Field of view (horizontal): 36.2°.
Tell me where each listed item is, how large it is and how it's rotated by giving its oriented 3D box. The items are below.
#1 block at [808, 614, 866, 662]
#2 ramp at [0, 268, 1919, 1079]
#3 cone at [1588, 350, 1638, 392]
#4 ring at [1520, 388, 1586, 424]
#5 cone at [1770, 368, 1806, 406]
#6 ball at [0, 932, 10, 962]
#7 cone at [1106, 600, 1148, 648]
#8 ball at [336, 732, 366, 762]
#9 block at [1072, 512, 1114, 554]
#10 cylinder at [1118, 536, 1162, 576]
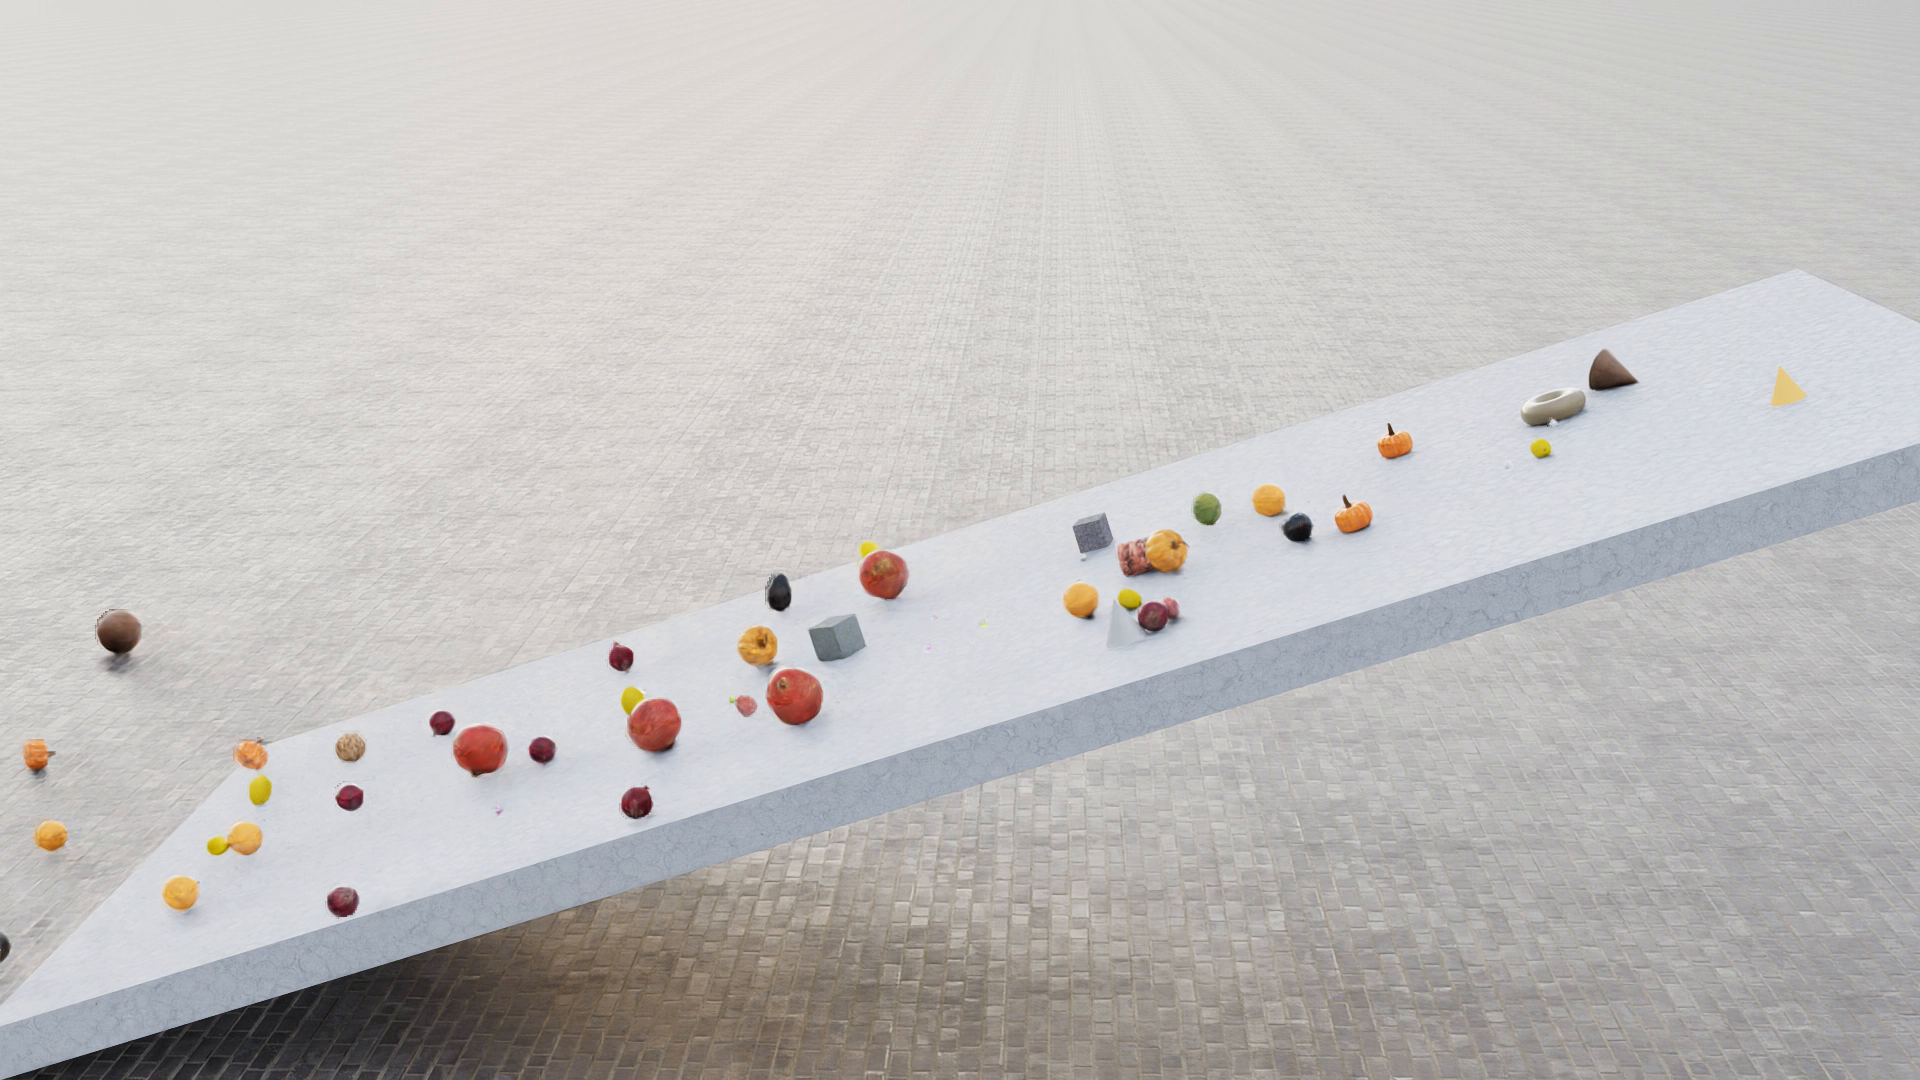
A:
[{"bbox_3d":[-0.263,0.210,6.303,0.076,0.076,0.076,-9,14,42],"label":"block"},{"bbox_3d":[0.101,0.183,6.310,4.000,0.100,2.000,-17,10,5],"label":"ramp"},{"bbox_3d":[1.442,-0.359,6.432,0.098,0.098,0.098,16,19,36],"label":"cone"},{"bbox_3d":[1.277,-0.288,6.333,0.143,0.048,0.143,-19,10,4],"label":"ring"},{"bbox_3d":[1.622,-0.310,5.790,0.072,0.072,0.072,-18,10,3],"label":"cone"},{"bbox_3d":[-2.000,0.842,6.080,0.073,0.073,0.073,0,12,0],"label":"ball"},{"bbox_3d":[0.306,0.150,5.616,0.085,0.085,0.085,-18,10,3],"label":"cone"},{"bbox_3d":[-1.425,0.485,6.877,0.069,0.069,0.069,0,12,0],"label":"ball"},{"bbox_3d":[0.296,-0.016,6.551,0.064,0.064,0.064,-15,11,19],"label":"block"},{"bbox_3d":[0.375,0.035,6.138,0.070,0.070,0.070,-14,6,22],"label":"cylinder"}]
